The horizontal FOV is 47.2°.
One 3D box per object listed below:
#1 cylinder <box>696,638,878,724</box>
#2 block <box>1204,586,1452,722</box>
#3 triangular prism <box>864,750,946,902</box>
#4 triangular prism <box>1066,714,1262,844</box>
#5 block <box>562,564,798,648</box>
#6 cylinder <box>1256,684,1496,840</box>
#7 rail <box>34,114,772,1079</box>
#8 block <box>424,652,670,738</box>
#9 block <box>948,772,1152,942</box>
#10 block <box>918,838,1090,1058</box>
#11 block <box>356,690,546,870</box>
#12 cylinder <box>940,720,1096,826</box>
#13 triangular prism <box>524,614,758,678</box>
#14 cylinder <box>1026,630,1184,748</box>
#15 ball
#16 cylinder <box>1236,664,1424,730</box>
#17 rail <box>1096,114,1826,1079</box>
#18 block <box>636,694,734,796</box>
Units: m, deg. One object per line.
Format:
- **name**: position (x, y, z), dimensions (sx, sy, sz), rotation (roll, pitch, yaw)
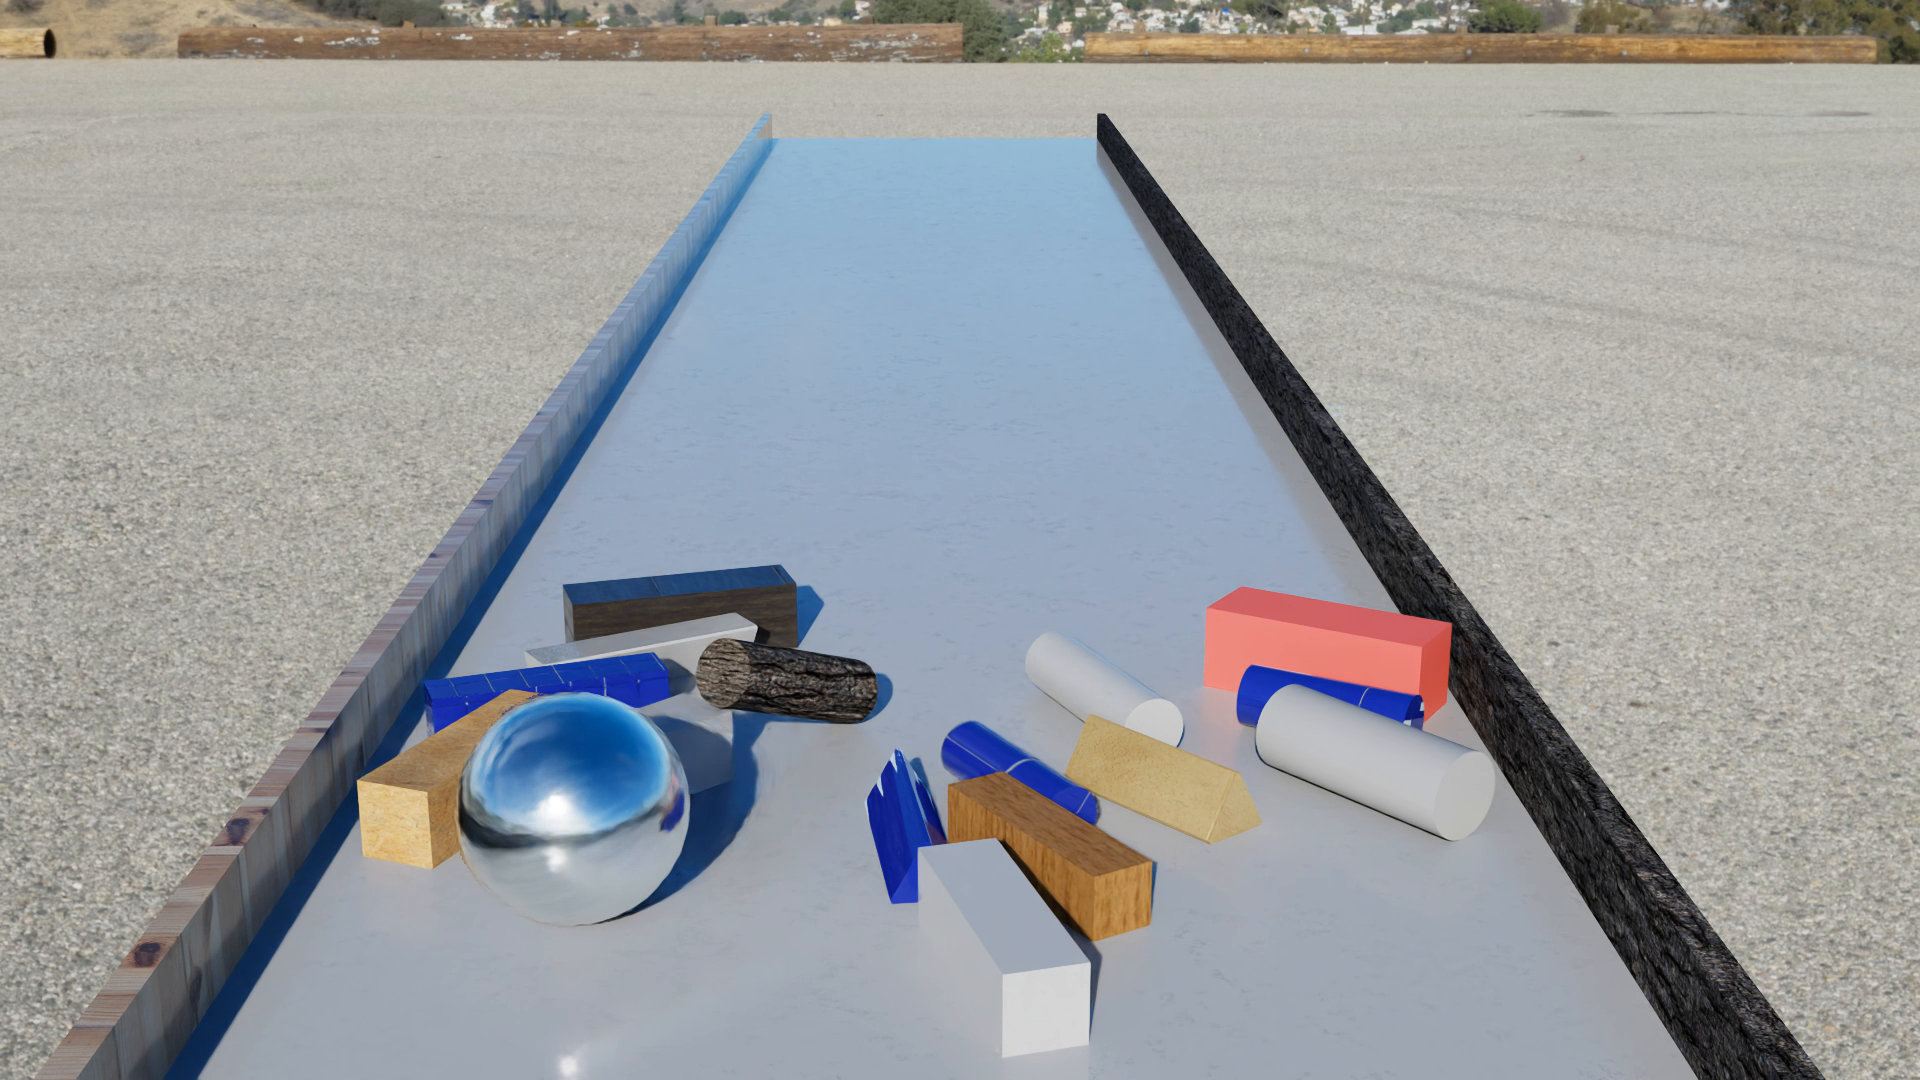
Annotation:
- **cylinder**: position (-0.304, 0.255, 3.932), dimensions (0.120, 0.120, 0.374), rotation (12, -1, 35)
- **block**: position (0.700, 0.220, 4.206), dimensions (0.433, 0.160, 0.160), rotation (10, 19, 30)
- **triangular prism**: position (-0.077, 0.451, 3.529), dimensions (0.114, 0.099, 0.378), rotation (-2, 17, -8)
- **triangular prism**: position (0.339, 0.391, 3.712), dimensions (0.124, 0.107, 0.346), rotation (-13, 21, -39)
- **block**: position (-0.567, 0.155, 4.464), dimensions (0.452, 0.138, 0.138), rotation (-5, 17, -17)
- **cylinder**: position (0.696, 0.371, 3.714), dimensions (0.152, 0.152, 0.397), rotation (-13, 21, -36)
- **rail**: position (-1.118, -0.838, 7.780), dimensions (0.050, 0.150, 12.000), rotation (0, 17, -1)
- **block**: position (-0.758, 0.298, 4.044), dimensions (0.429, 0.104, 0.104), rotation (-7, 18, -21)
- **block**: position (0.133, 0.485, 3.413), dimensions (0.105, 0.105, 0.407), rotation (-10, 19, -30)
- **block**: position (0.055, 0.567, 3.107), dimensions (0.122, 0.122, 0.416), rotation (-5, 17, -16)
- **block**: position (-0.814, 0.392, 3.679), dimensions (0.132, 0.132, 0.444), rotation (6, 18, 20)
- **cylinder**: position (0.094, 0.405, 3.683), dimensions (0.104, 0.104, 0.336), rotation (-9, 19, -28)
- **triangular prism**: position (-0.609, 0.217, 4.265), dimensions (0.444, 0.103, 0.089), rotation (-10, -12, -30)
- **cylinder**: position (0.261, 0.284, 4.060), dimensions (0.121, 0.121, 0.407), rotation (-7, 18, -22)
- **ball**: position (-0.576, 0.399, 3.277), dimensions (0.346, 0.346, 0.346), rotation (0, 17, 0)
- **cylinder**: position (0.670, 0.308, 3.990), dimensions (0.316, 0.115, 0.115), rotation (10, 19, 30)
- **rail**: position (0.932, -0.844, 7.801), dimensions (0.050, 0.150, 12.000), rotation (0, 17, -1)
- **block**: position (-0.566, 0.382, 3.720), dimensions (0.127, 0.127, 0.375), rotation (14, 22, 40)
